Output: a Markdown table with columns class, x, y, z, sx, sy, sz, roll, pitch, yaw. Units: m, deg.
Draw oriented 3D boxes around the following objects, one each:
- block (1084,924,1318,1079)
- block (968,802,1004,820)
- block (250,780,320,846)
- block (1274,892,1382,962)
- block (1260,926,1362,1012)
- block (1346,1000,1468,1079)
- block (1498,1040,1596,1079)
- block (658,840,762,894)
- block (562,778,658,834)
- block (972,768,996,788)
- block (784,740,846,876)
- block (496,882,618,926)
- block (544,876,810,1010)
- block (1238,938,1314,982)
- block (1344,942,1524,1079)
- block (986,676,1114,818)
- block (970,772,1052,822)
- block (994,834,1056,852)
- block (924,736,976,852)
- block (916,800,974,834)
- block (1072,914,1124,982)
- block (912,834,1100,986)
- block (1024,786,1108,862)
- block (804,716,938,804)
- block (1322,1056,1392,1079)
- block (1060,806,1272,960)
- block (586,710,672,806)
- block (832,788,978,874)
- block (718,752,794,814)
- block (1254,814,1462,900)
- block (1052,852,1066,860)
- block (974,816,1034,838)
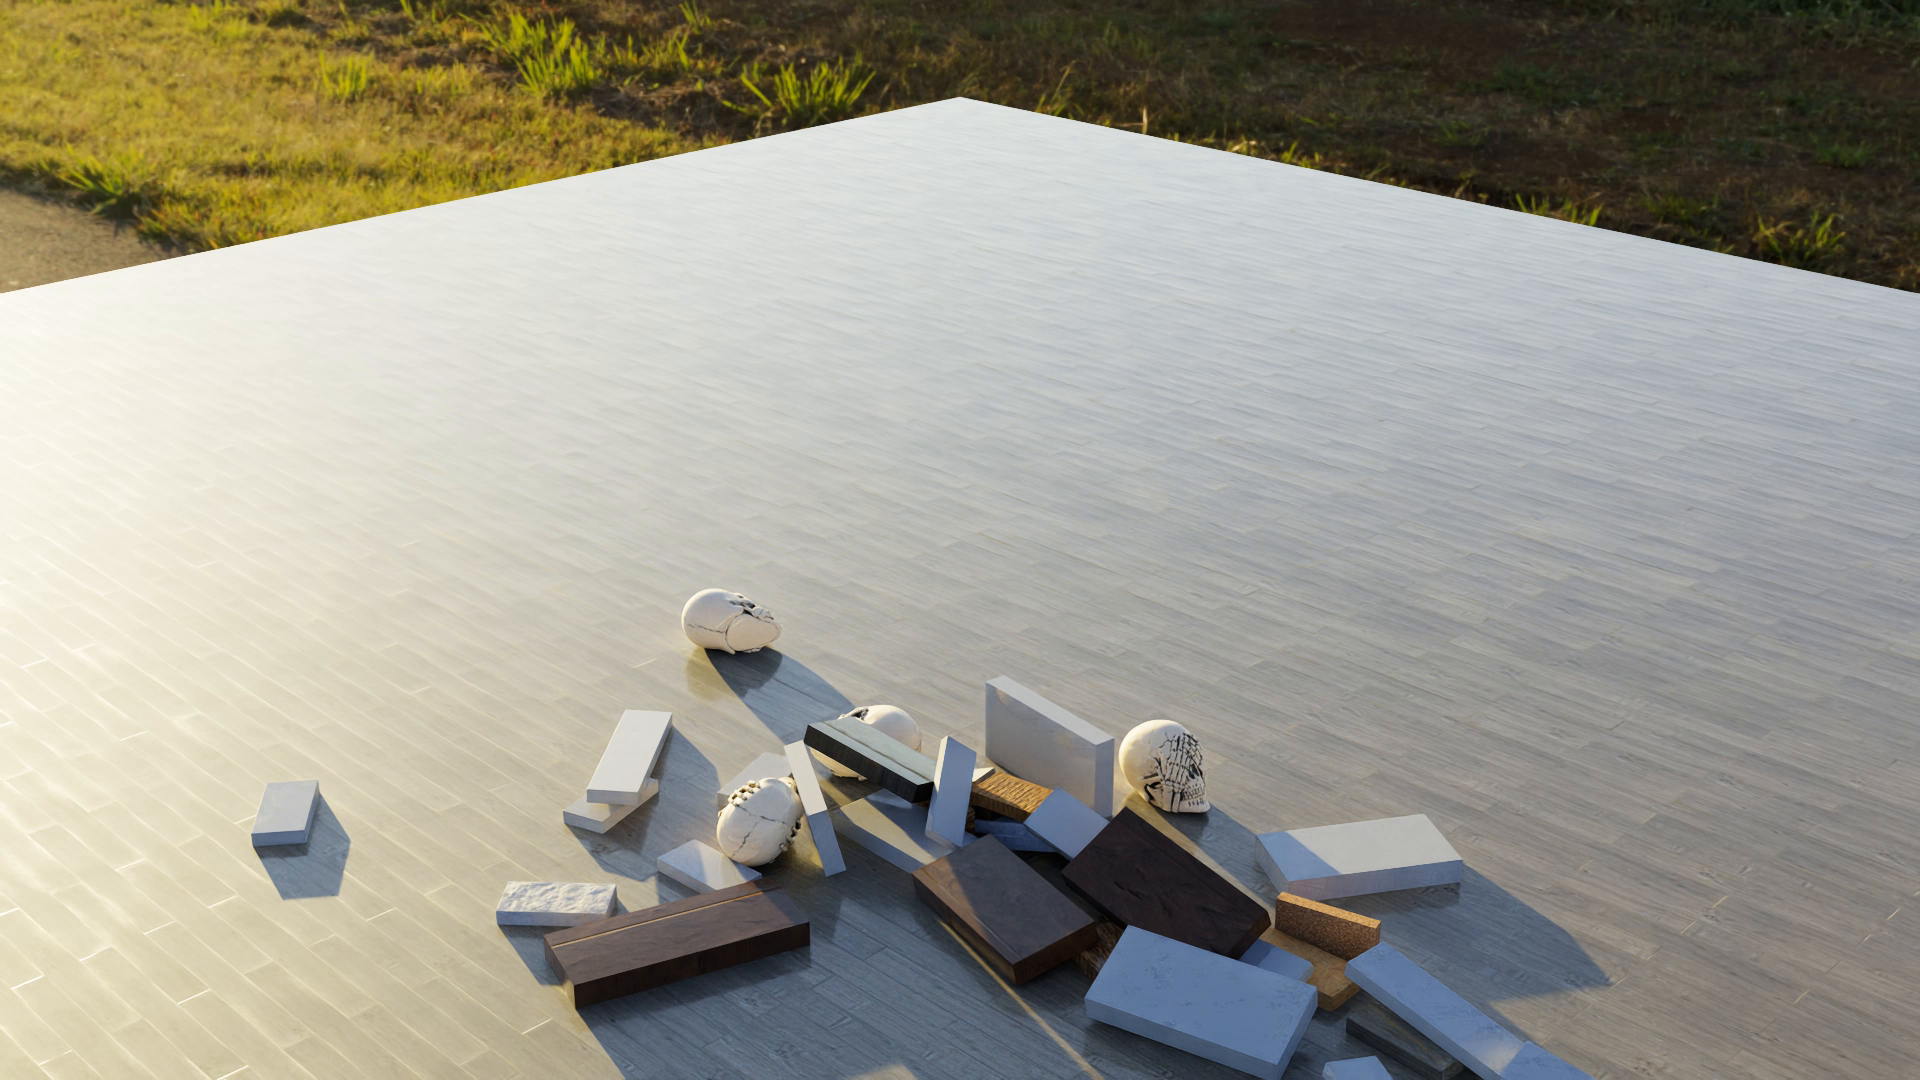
| class | x | y | z | sx | sy | sz | roll | pitch | yaw |
| --- | --- | --- | --- | --- | --- | --- | --- | --- | --- |
| block | 0.412 | 0.789 | 3.759 | 0.354 | 0.050 | 0.177 | 14 | 44 | 26 |
| block | 0.034 | 0.525 | 4.416 | 0.095 | 0.027 | 0.189 | -22 | 14 | -39 |
| block | -1.358 | 0.549 | 4.431 | 0.103 | 0.029 | 0.205 | -3 | 23 | -7 |
| block | 0.662 | 0.708 | 3.970 | 0.190 | 0.095 | 0.027 | 13 | 26 | 28 |
| block | 0.540 | 0.740 | 3.976 | 0.388 | 0.031 | 0.111 | 20 | 30 | 38 |
| block | 0.764 | 0.847 | 3.728 | 0.099 | 0.028 | 0.199 | -19 | 29 | -37 |
| block | 0.987 | 0.901 | 3.540 | 0.221 | 0.031 | 0.111 | 27 | 36 | 28 |
| block | -0.481 | 0.638 | 4.223 | 0.193 | 0.027 | 0.096 | 20 | 30 | 38 |
| block | -0.709 | 0.531 | 4.474 | 0.096 | 0.027 | 0.193 | 12 | 26 | 25 |
| block | -0.013 | 0.495 | 4.489 | 0.159 | 0.023 | 0.080 | -10 | 10 | 33 |
| block | -0.287 | 0.526 | 4.332 | 0.040 | 0.143 | 0.285 | -18 | 26 | -6 |
| block | -0.754 | 0.682 | 4.117 | 0.205 | 0.029 | 0.103 | 1 | 23 | 2 |
| block | -0.512 | 0.725 | 3.987 | 0.444 | 0.050 | 0.176 | -11 | 25 | -25 |
| block | 0.520 | 0.755 | 3.891 | 0.190 | 0.027 | 0.095 | 20 | 60 | 38 |
| block | 0.837 | 0.819 | 3.702 | 0.099 | 0.028 | 0.411 | -19 | 40 | -38 |
| block | 0.181 | 0.427 | 4.529 | 0.050 | 0.176 | 0.353 | -17 | 28 | -34 |
| block | 0.123 | 0.511 | 4.310 | 0.189 | 0.027 | 0.094 | 16 | 29 | 35 |
| block | 0.172 | 0.574 | 4.296 | 0.199 | 0.028 | 0.099 | -4 | 16 | 41 |
| block | -0.017 | 0.495 | 4.299 | 0.074 | 0.021 | 0.234 | 33 | 42 | -22 |
| block | -0.034 | 0.545 | 4.375 | 0.023 | 0.080 | 0.159 | -20 | 30 | -39 |
| block | 0.273 | 0.751 | 3.951 | 0.111 | 0.031 | 0.221 | -11 | 25 | -24 |
| block | 0.079 | 0.676 | 4.054 | 0.177 | 0.050 | 0.365 | -24 | 30 | -23 |
| block | 0.226 | 0.557 | 4.160 | 0.199 | 0.028 | 0.099 | 32 | 67 | 36 |
| block | -0.157 | 0.437 | 4.396 | 0.289 | 0.040 | 0.143 | 25 | 17 | 32 |
| block | 0.672 | 0.909 | 3.540 | 0.095 | 0.027 | 0.190 | -2 | 29 | -22 |
| block | 0.370 | 0.648 | 3.983 | 0.177 | 0.050 | 0.354 | -43 | 51 | -17 |
| block | -0.688 | 0.451 | 4.603 | 0.103 | 0.029 | 0.425 | 3 | 18 | 1 |
| block | -0.105 | 0.581 | 4.339 | 0.143 | 0.040 | 0.285 | -20 | 30 | -39 |
| block | -0.409 | 0.501 | 4.545 | 0.096 | 0.027 | 0.193 | 11 | 25 | 24 |
| block | 0.768 | 0.614 | 4.249 | 0.353 | 0.050 | 0.176 | -5 | 24 | -12 |
| block | 0.269 | 0.594 | 4.241 | 0.099 | 0.028 | 0.199 | -18 | 11 | -29 |
| block | 0.102 | 0.551 | 4.350 | 0.189 | 0.027 | 0.094 | -2 | 17 | 45 |
